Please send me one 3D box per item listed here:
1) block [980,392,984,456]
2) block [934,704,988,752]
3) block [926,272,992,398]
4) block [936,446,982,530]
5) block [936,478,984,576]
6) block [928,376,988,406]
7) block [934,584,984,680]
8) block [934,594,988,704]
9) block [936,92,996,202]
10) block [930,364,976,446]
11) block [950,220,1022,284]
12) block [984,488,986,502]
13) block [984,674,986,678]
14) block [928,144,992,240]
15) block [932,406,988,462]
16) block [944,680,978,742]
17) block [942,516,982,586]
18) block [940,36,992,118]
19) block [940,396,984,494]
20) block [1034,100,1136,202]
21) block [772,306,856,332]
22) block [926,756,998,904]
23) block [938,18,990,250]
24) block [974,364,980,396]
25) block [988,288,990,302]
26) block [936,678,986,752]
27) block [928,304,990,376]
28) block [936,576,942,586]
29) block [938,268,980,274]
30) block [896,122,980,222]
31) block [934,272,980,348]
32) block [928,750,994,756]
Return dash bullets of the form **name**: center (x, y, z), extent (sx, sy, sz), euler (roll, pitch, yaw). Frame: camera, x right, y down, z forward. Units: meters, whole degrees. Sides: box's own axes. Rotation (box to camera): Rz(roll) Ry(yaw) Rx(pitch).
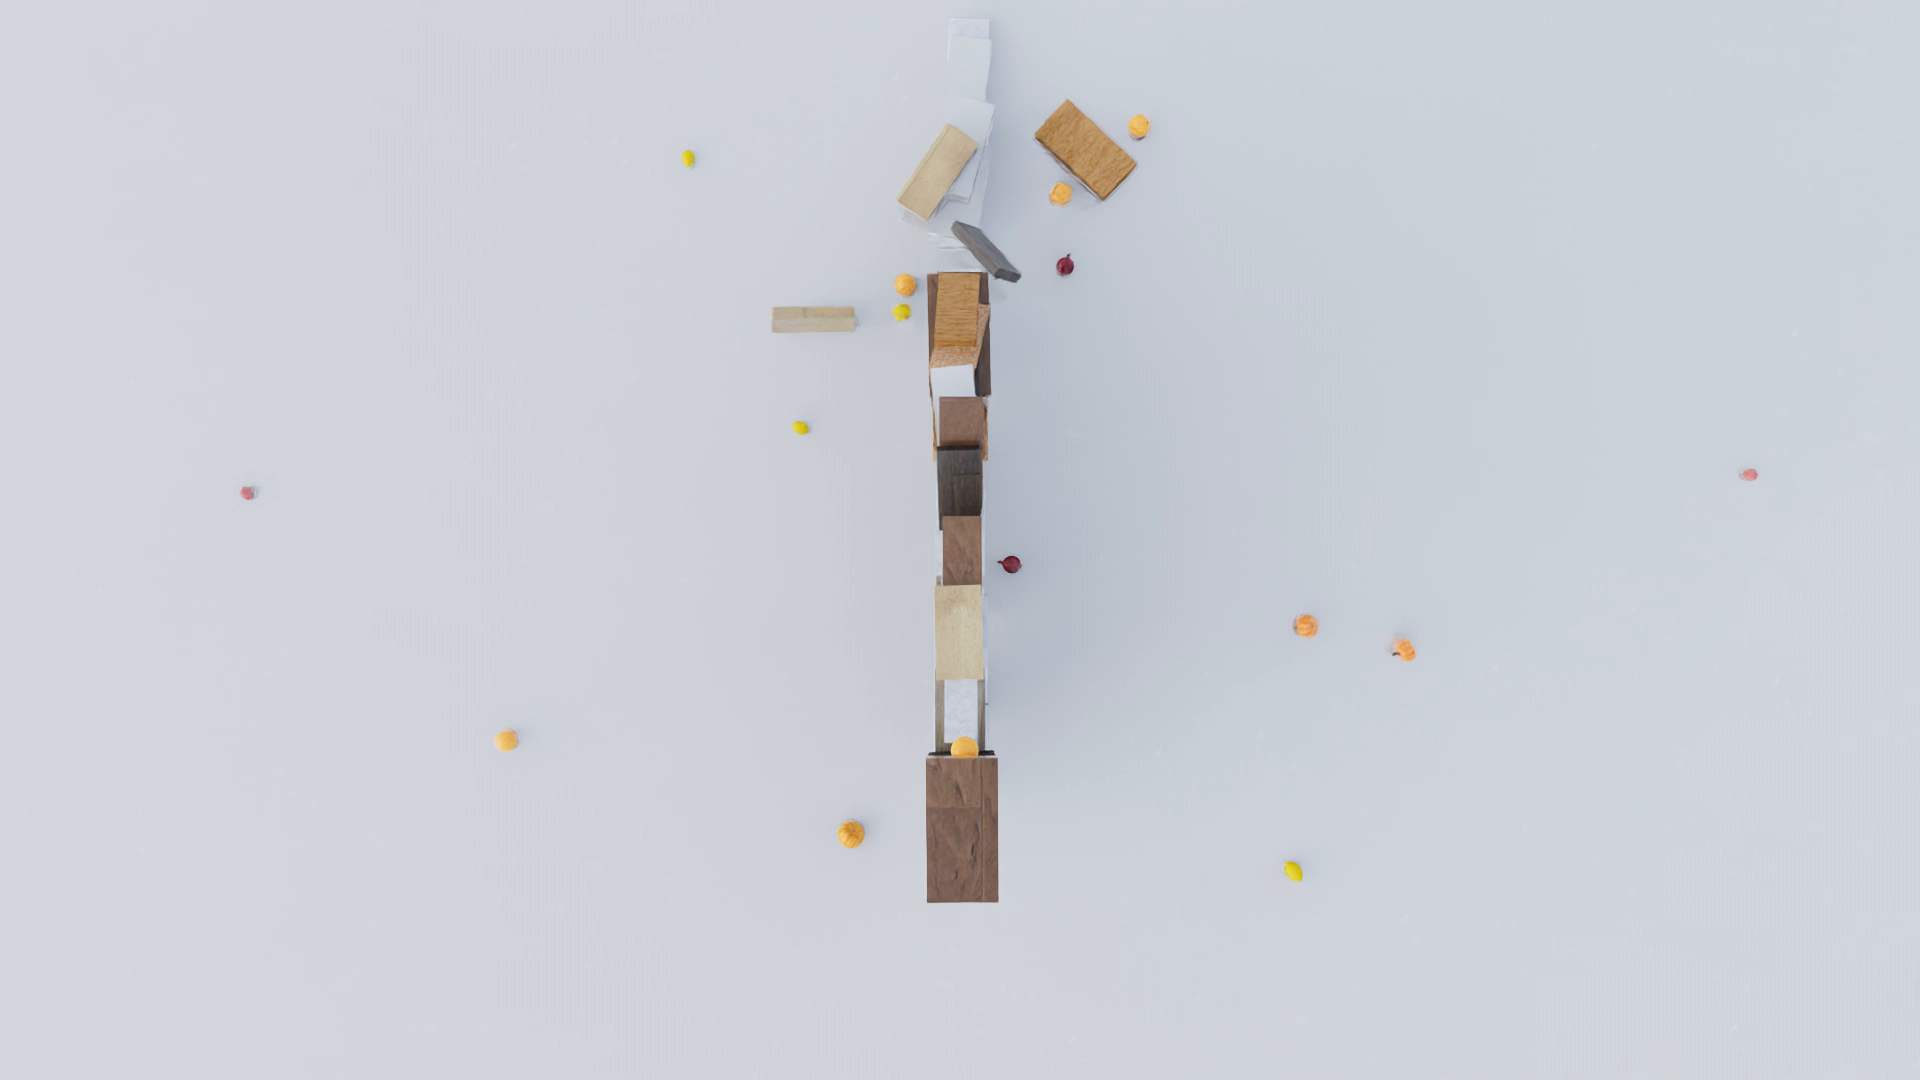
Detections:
- **block**: center (0.006, -0.326, 4.627), extent (0.115, 0.230, 0.033), euler (-1, 135, 0)
- **block**: center (0.004, 0.683, 5.132), extent (0.172, 0.049, 0.344), euler (0, 90, 0)
- **block**: center (-0.003, -0.586, 4.731), extent (0.175, 0.050, 0.351), euler (-1, 90, 0)
- **block**: center (-0.002, -0.140, 4.451), extent (0.116, 0.033, 0.231), euler (-2, 114, 0)
- **block**: center (0.001, -0.038, 4.545), extent (0.135, 0.038, 0.270), euler (0, 90, 0)
- **block**: center (-0.002, -0.453, 4.933), extent (0.176, 0.351, 0.050), euler (0, 85, 0)
- **block**: center (-0.003, 0.238, 4.263), extent (0.121, 0.034, 0.242), euler (-1, 90, 0)
- **block**: center (0.003, 0.339, 5.141), extent (0.167, 0.047, 0.335), euler (0, 90, 0)
- **block**: center (-0.003, -1.285, 5.395), extent (0.158, 0.045, 0.316), euler (15, 90, 0)
- **block**: center (-0.013, -0.360, 4.502), extent (0.115, 0.033, 0.230), euler (-6, 74, 0)
- **block**: center (0.082, -0.927, 5.304), extent (0.035, 0.124, 0.248), euler (-51, 61, 23)
- **block**: center (0.004, -0.123, 4.699), extent (0.135, 0.270, 0.038), euler (-6, 91, 0)
- **block**: center (0.002, 0.396, 4.667), extent (0.136, 0.272, 0.039), euler (0, 90, 0)
- **block**: center (0.000, -1.154, 5.440), extent (0.158, 0.045, 0.316), euler (9, 90, 0)
- **block**: center (0.001, -0.414, 5.134), extent (0.171, 0.048, 0.342), euler (0, 90, 0)
- **block**: center (0.003, 0.444, 4.311), extent (0.085, 0.024, 0.170), euler (0, 90, 0)
- **block**: center (0.006, 0.039, 4.307), extent (0.102, 0.029, 0.203), euler (0, 89, 0)
- **block**: center (0.020, -1.518, 5.443), extent (0.134, 0.038, 0.268), euler (8, 90, 0)
- **block**: center (0.003, -0.233, 4.446), extent (0.116, 0.033, 0.311), euler (0, 114, -1)
- **block**: center (0.415, -1.293, 5.468), extent (0.316, 0.045, 0.158), euler (44, 90, 4)
- **block**: center (-0.481, -0.724, 5.414), extent (0.268, 0.134, 0.038), euler (-1, 79, -7)
- **block**: center (0.006, 0.720, 4.109), extent (0.179, 0.051, 0.358), euler (0, 90, 0)
- **block**: center (0.014, -1.348, 5.481), extent (0.134, 0.038, 0.757), euler (3, 90, 0)
- **block**: center (0.008, -0.452, 4.611), extent (0.090, 0.026, 0.181), euler (-1, 68, 0)
- **block**: center (0.001, -0.687, 4.977), extent (0.176, 0.439, 0.050), euler (-2, 86, 0)
- **block**: center (0.001, 0.487, 4.512), extent (0.136, 0.039, 0.272), euler (0, 90, 0)
- **block**: center (-0.002, -0.560, 4.624), extent (0.124, 0.035, 0.248), euler (10, 61, 6)
- **block**: center (-0.002, 0.223, 4.539), extent (0.123, 0.035, 0.247), euler (-1, 90, 0)
- **block**: center (0.001, -0.721, 5.216), extent (0.132, 0.037, 0.265), euler (-1, 90, 0)
- **block**: center (-0.074, -1.193, 5.354), extent (0.124, 0.035, 0.304), euler (34, 90, 0)
- **block**: center (-0.008, -0.648, 4.634), extent (0.116, 0.033, 0.231), euler (3, 61, 2)
- **block**: center (0.004, 0.602, 4.314), extent (0.179, 0.358, 0.051), euler (-2, 91, 0)
